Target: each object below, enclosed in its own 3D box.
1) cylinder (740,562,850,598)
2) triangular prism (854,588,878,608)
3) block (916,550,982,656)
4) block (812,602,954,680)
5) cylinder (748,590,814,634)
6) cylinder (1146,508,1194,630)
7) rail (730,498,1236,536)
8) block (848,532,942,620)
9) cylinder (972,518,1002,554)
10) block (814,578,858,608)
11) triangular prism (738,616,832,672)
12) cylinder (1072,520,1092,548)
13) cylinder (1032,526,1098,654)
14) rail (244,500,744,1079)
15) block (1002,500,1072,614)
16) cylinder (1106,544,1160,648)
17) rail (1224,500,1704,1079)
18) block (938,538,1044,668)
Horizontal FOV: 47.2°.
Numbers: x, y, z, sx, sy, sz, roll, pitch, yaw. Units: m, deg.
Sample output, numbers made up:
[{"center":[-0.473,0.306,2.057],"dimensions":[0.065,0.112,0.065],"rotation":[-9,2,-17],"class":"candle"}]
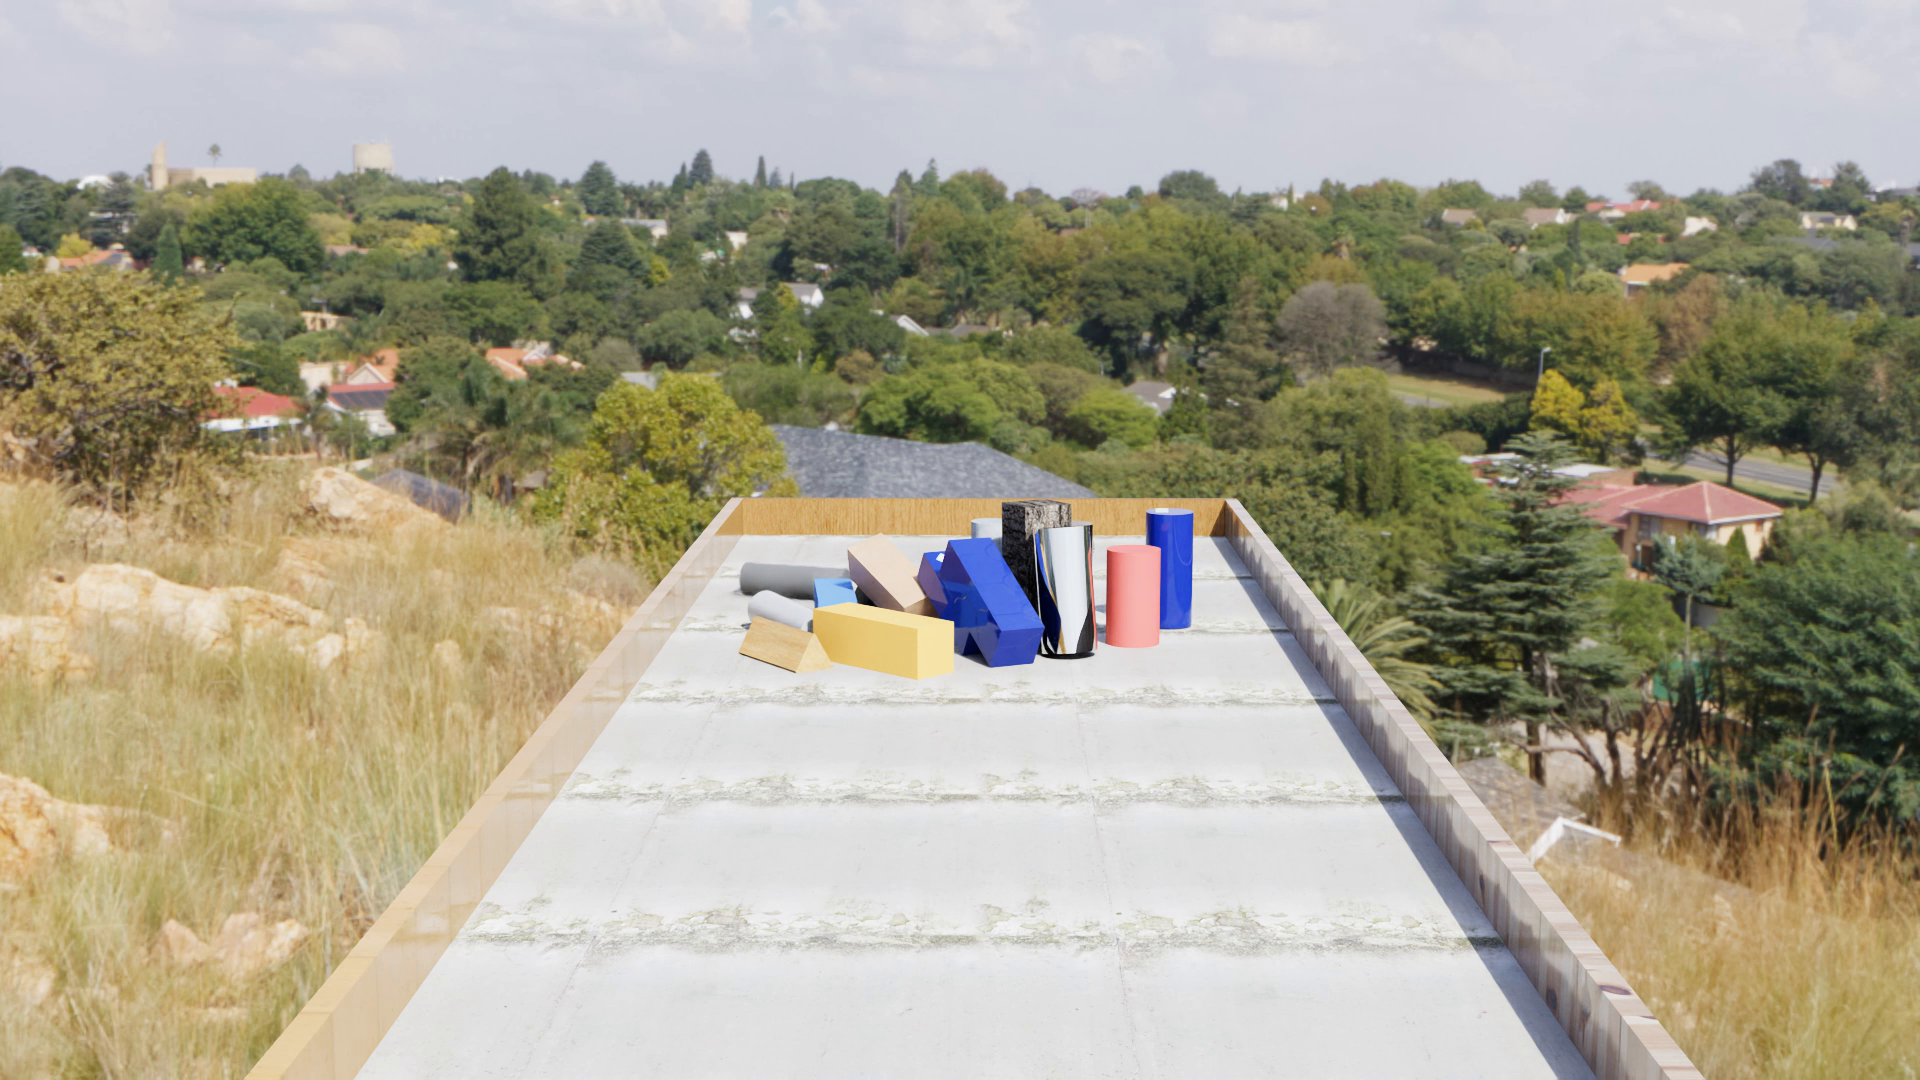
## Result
[{"center":[-0.577,0.147,7.726],"dimensions":[0.386,0.111,0.111],"rotation":[3,10,20],"class":"cylinder"},{"center":[-0.271,0.193,7.368],"dimensions":[0.144,0.125,0.307],"rotation":[-3,9,-18],"class":"triangular prism"},{"center":[-0.008,0.194,6.890],"dimensions":[0.102,0.102,0.381],"rotation":[-4,40,-26],"class":"block"},{"center":[-0.234,0.301,6.621],"dimensions":[0.450,0.153,0.153],"rotation":[9,12,43],"class":"block"},{"center":[-0.535,0.258,6.979],"dimensions":[0.125,0.125,0.453],"rotation":[-4,10,-26],"class":"cylinder"},{"center":[0.684,0.094,7.206],"dimensions":[0.156,0.379,0.156],"rotation":[0,9,0],"class":"cylinder"},{"center":[0.099,-0.098,9.147],"dimensions":[2.100,0.150,0.050],"rotation":[0,9,1],"class":"rail"},{"center":[-0.214,0.144,7.127],"dimensions":[0.132,0.132,0.348],"rotation":[-26,46,-23],"class":"block"},{"center":[0.101,0.112,7.175],"dimensions":[0.130,0.353,0.130],"rotation":[0,9,0],"class":"cylinder"},{"center":[-0.410,0.223,7.212],"dimensions":[0.123,0.123,0.394],"rotation":[-1,9,-6],"class":"block"},{"center":[-0.532,0.311,6.677],"dimensions":[0.127,0.110,0.345],"rotation":[-7,11,-35],"class":"triangular prism"},{"center":[0.371,0.116,7.174],"dimensions":[0.123,0.344,0.123],"rotation":[0,9,0],"class":"cylinder"},{"center":[0.324,0.151,6.765],"dimensions":[0.176,0.382,0.176],"rotation":[-4,2,0],"class":"cylinder"},{"center":[-1.004,0.839,3.234],"dimensions":[0.050,0.150,12.000],"rotation":[0,9,1],"class":"rail"},{"center":[0.243,0.103,6.934],"dimensions":[0.162,0.441,0.162],"rotation":[-4,8,-25],"class":"block"},{"center":[0.546,0.176,6.936],"dimensions":[0.170,0.301,0.170],"rotation":[0,9,0],"class":"cylinder"},{"center":[1.046,0.843,3.208],"dimensions":[0.050,0.150,12.000],"rotation":[0,9,1],"class":"rail"},{"center":[0.093,0.187,6.726],"dimensions":[0.145,0.145,0.433],"rotation":[-4,40,-25],"class":"block"}]
